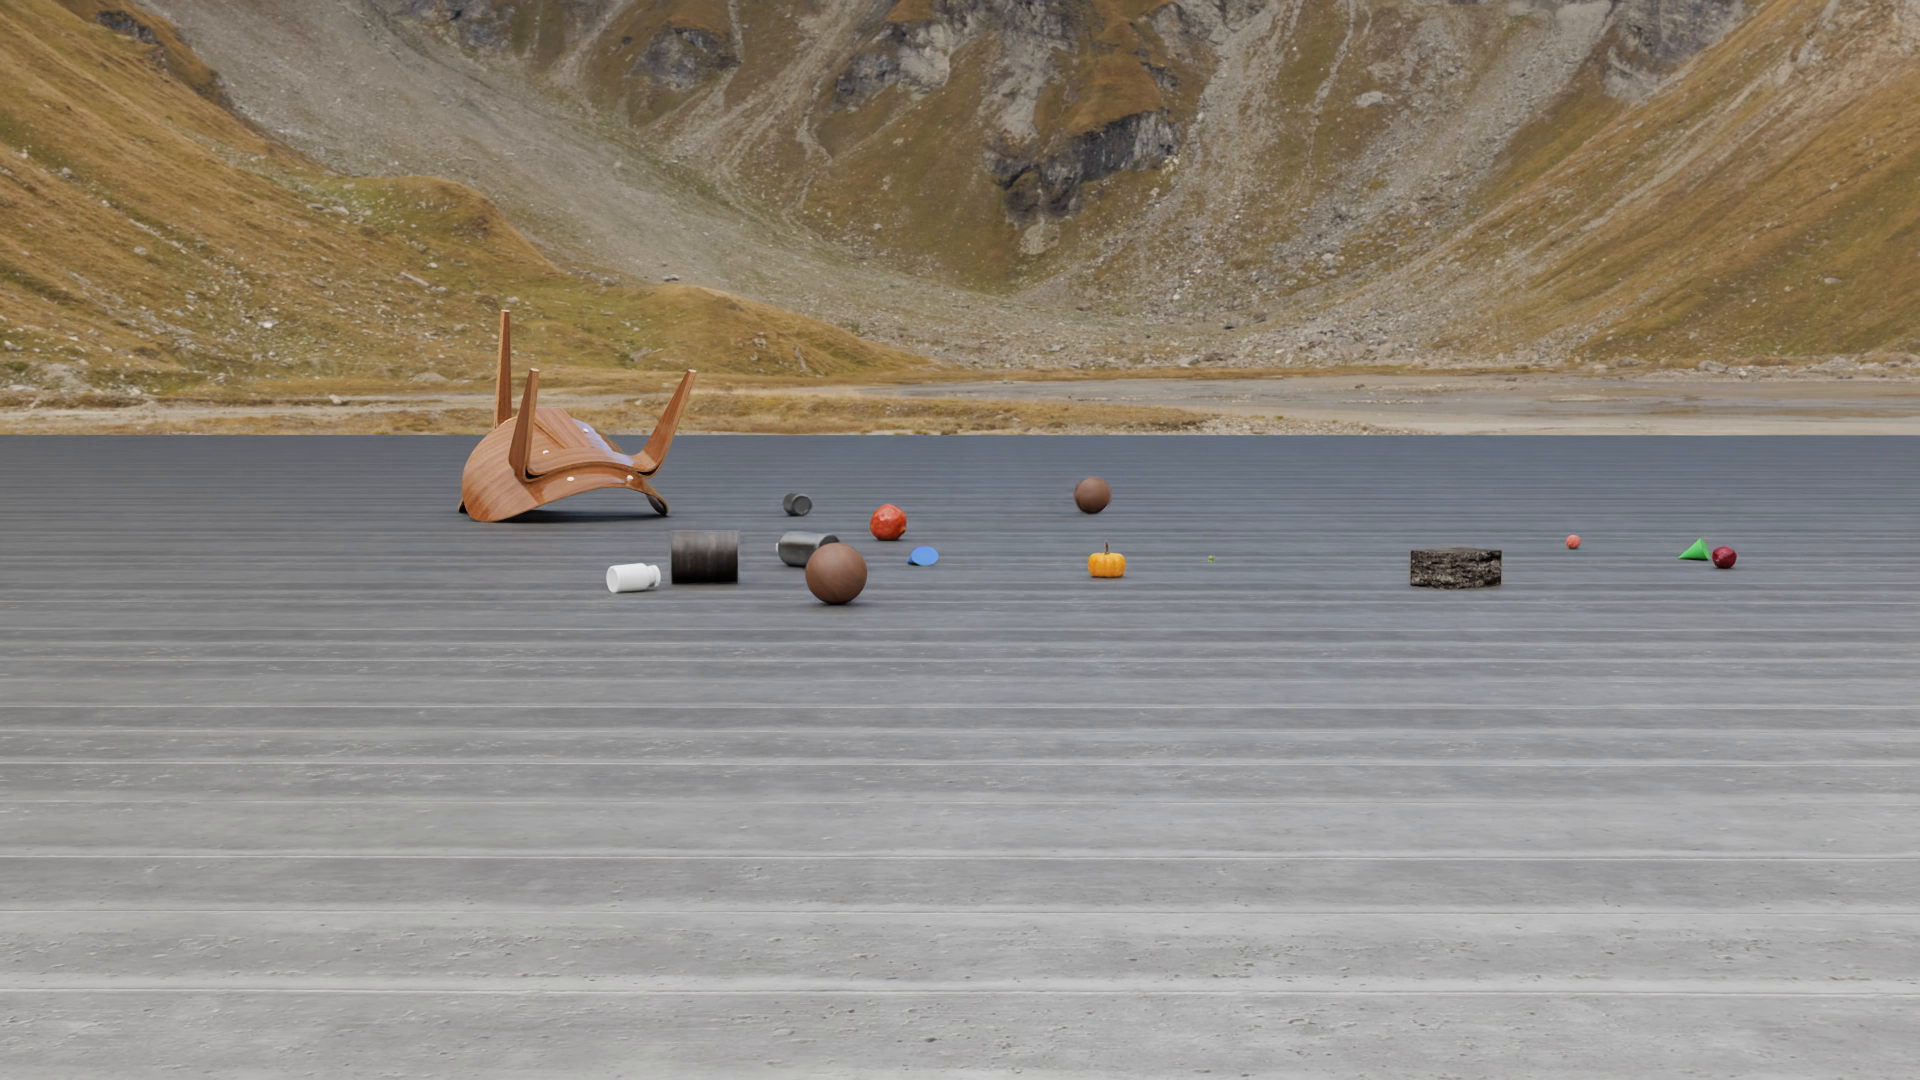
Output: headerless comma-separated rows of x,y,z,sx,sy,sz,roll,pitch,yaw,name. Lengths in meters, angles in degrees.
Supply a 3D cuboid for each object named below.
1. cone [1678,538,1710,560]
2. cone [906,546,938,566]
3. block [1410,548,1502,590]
1.930,0.036,5.808,0.076,0.062,0.100,-23,-1,24,cone
-0.114,0.050,5.648,0.085,0.049,0.086,-5,-10,-37,cone
1.133,0.064,5.023,0.168,0.081,0.122,-3,5,-35,block
